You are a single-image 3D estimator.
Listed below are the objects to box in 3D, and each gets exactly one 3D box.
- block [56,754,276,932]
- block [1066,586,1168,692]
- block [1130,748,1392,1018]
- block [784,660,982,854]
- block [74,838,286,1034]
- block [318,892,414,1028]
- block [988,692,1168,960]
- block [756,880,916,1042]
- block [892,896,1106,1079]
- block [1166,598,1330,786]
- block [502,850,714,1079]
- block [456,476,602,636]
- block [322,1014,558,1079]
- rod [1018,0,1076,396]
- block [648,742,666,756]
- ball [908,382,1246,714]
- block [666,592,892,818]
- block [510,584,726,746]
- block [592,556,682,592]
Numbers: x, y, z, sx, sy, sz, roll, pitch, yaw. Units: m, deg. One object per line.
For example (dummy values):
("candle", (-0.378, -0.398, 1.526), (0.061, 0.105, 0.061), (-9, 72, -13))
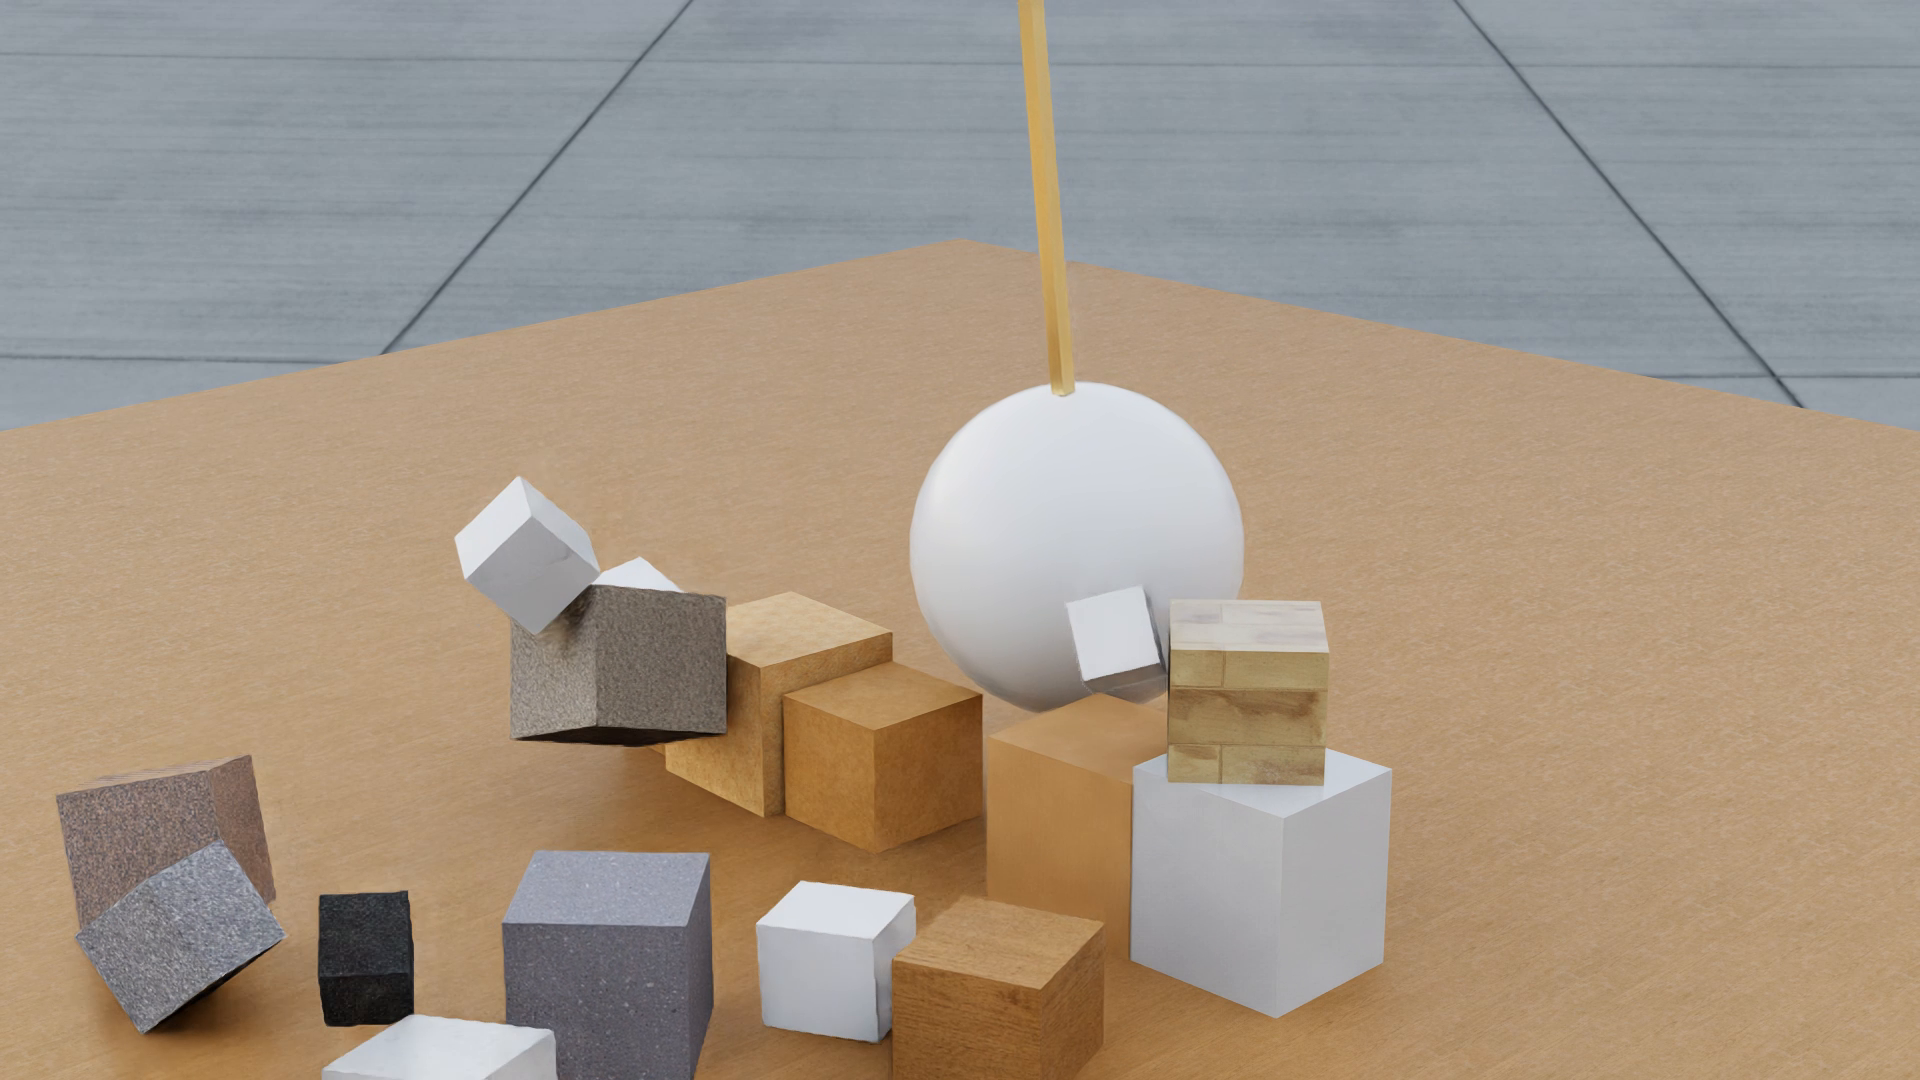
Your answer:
("block", (-3.418, 1.328, 12.657), (0.678, 0.650, 0.532), (-9, 2, 6))
("block", (0.671, 0.423, 12.489), (0.328, 0.340, 0.345), (-14, -13, 7))
("block", (1.272, 1.383, 12.457), (0.799, 0.891, 0.737), (16, 24, 42))
("block", (-0.367, 1.029, 14.043), (0.697, 0.616, 0.645), (-16, 24, -41))
("block", (-3.187, 1.623, 12.005), (0.518, 0.488, 0.464), (-36, -2, 31))
("block", (-2.231, 1.577, 11.022), (0.326, 0.391, 0.345), (-2, 53, -8))
("block", (0.679, 1.251, 13.004), (0.820, 0.815, 0.756), (16, 23, 40))
("block", (-0.497, 1.729, 12.053), (0.513, 0.459, 0.441), (4, 19, 21))
("block", (0.158, 1.833, 11.614), (0.627, 0.538, 0.656), (8, 19, 24))
("block", (1.204, 0.635, 12.374), (0.645, 0.586, 0.653), (1, 17, 3))
("block", (-1.399, 1.708, 11.767), (0.718, 0.685, 0.702), (1, 17, 3))
("block", (-2.004, 0.071, 13.587), (0.428, 0.451, 0.430), (-43, 30, 8))
("block", (-1.875, 2.089, 10.651), (0.610, 0.502, 0.600), (2, 11, 21))
("rod", (0.241, -3.075, 12.627), (0.080, 5.200, 0.080), (17, 31, 42))
("block", (-1.351, 0.781, 15.051), (0.566, 0.484, 0.515), (-15, 23, -39))
("ball", (0.555, 0.046, 13.938), (1.600, 1.600, 1.600), (0, 17, 0))
("block", (-0.901, 0.799, 14.525), (0.808, 0.767, 0.814), (-14, 22, -38))
("block", (-1.633, 0.610, 14.004), (0.743, 0.658, 0.728), (7, -12, -41))
("block", (-1.717, 0.438, 15.360), (0.413, 0.444, 0.424), (-24, 44, -33))
